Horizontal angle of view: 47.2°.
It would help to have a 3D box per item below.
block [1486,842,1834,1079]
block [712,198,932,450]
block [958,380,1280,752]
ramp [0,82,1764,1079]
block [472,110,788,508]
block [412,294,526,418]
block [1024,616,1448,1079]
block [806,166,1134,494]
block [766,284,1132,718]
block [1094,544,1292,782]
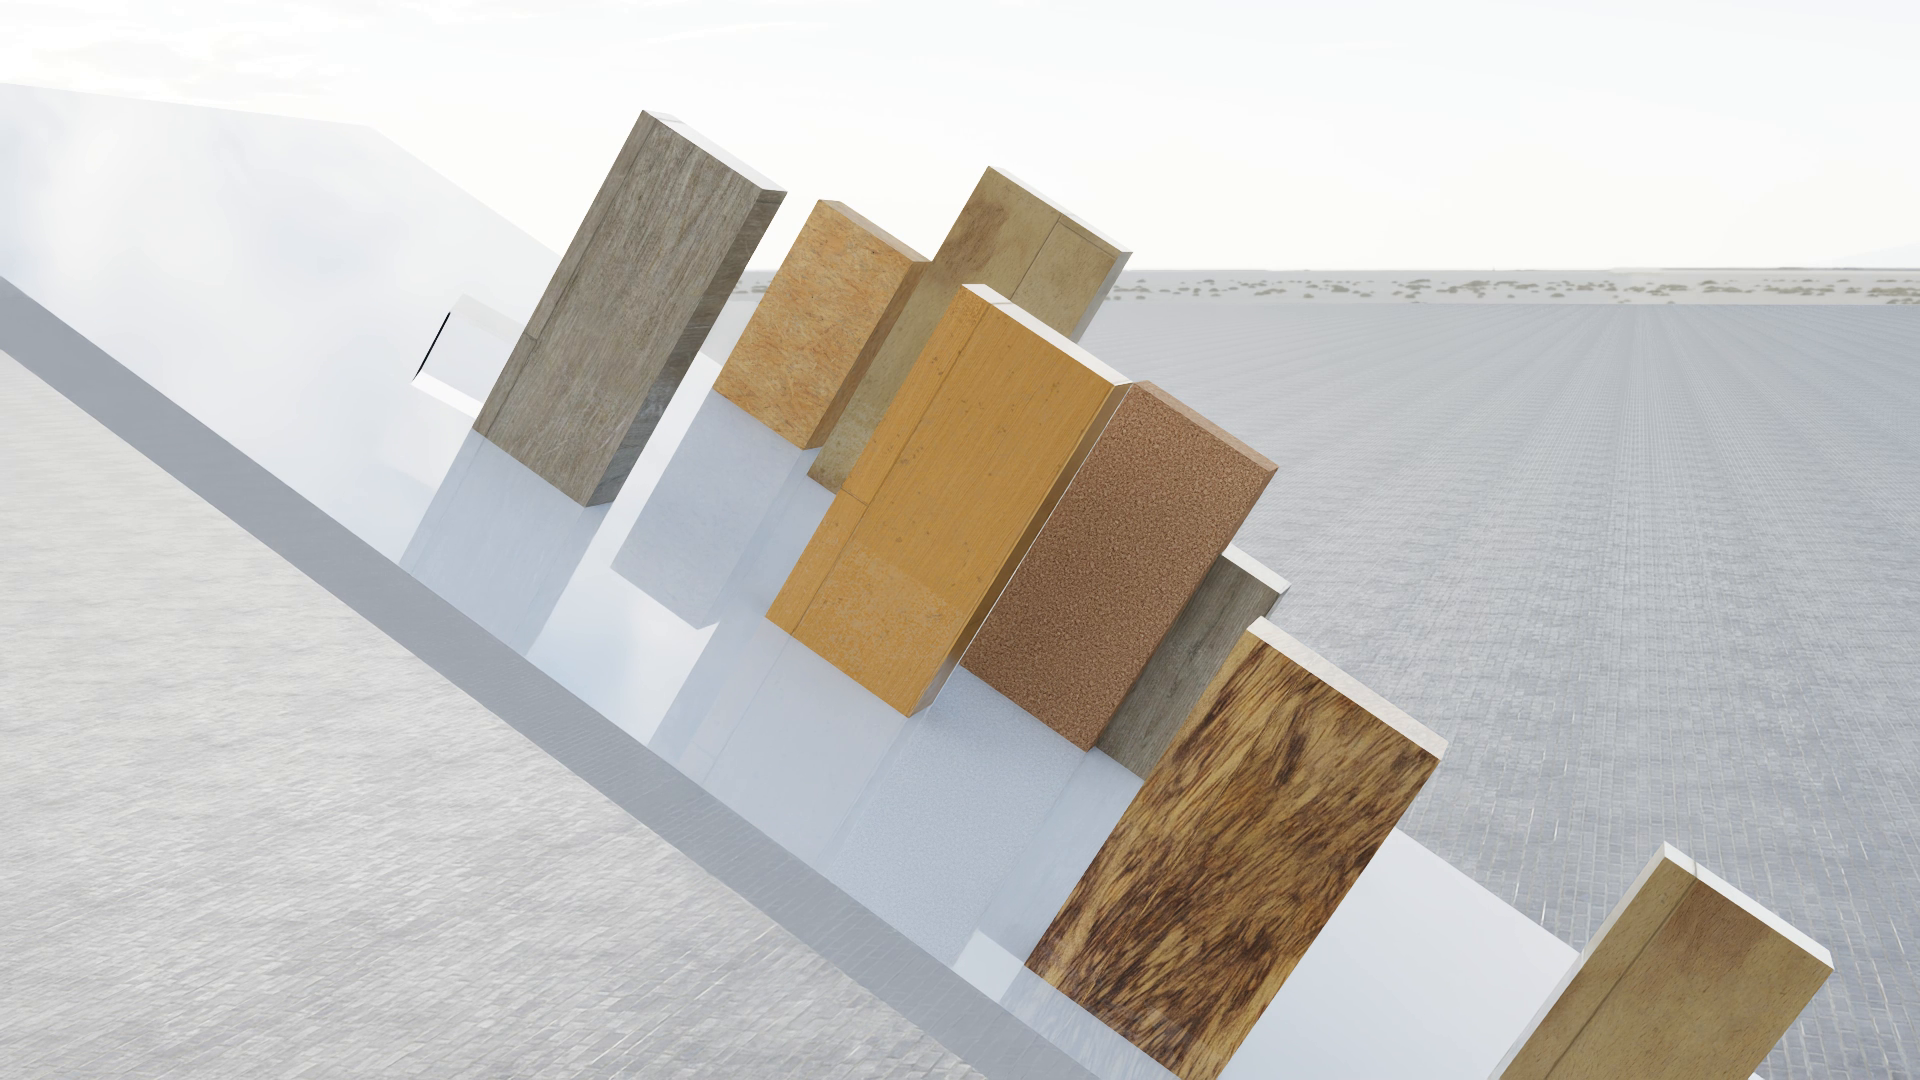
[{"bbox_3d":[0.942,0.769,3.158,0.266,0.631,0.089,34,15,11],"label":"block"},{"bbox_3d":[-0.313,-0.487,4.979,0.261,0.498,0.141,34,15,11],"label":"block"},{"bbox_3d":[0.298,0.050,4.180,0.300,0.642,0.122,34,15,11],"label":"block"},{"bbox_3d":[-0.149,0.247,4.110,4.000,0.100,2.000,34,15,11],"label":"ramp"},{"bbox_3d":[-0.585,-0.403,3.873,0.259,0.650,0.119,34,15,11],"label":"block"},{"bbox_3d":[-0.885,-0.332,4.019,0.154,0.154,0.154,28,15,-12],"label":"block"},{"bbox_3d":[0.391,0.451,3.150,0.317,0.601,0.124,34,15,11],"label":"block"},{"bbox_3d":[0.016,-0.375,4.722,0.339,0.779,0.114,34,15,11],"label":"block"},{"bbox_3d":[-0.024,-0.068,3.831,0.315,0.688,0.134,34,15,11],"label":"block"},{"bbox_3d":[0.400,0.207,4.248,0.259,0.451,0.141,34,15,11],"label":"block"}]
